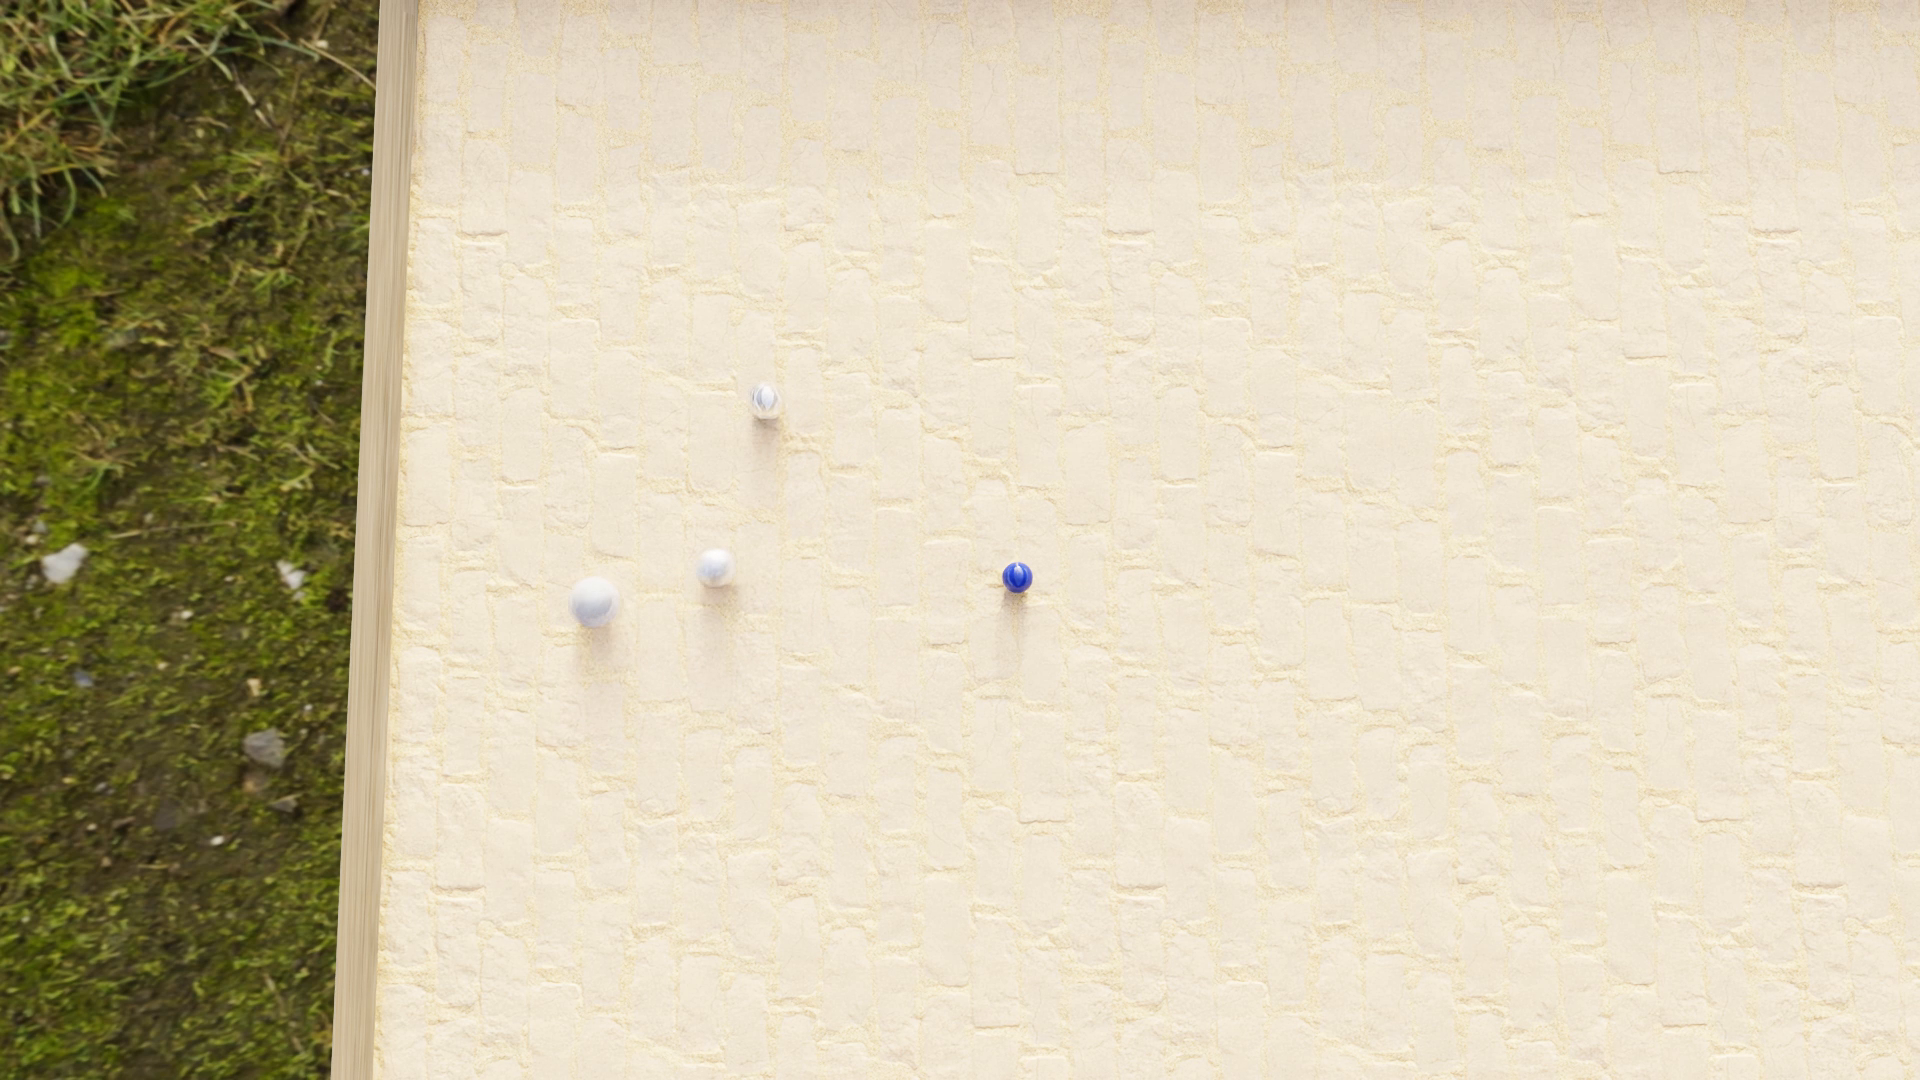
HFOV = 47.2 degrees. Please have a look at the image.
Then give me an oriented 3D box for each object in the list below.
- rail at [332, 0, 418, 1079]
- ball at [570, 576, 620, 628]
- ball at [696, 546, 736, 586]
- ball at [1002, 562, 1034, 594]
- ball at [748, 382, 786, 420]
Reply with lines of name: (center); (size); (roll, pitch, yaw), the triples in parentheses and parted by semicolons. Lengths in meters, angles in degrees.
rail: (-0.862, -0.002, 3.268); (0.045, 0.097, 1.920); (0, 80, 0)
ball: (-0.541, 0.092, 3.264); (0.075, 0.075, 0.075); (0, 80, 0)
ball: (-0.364, 0.039, 3.280); (0.061, 0.061, 0.061); (0, 80, 0)
ball: (0.086, 0.056, 3.284); (0.048, 0.048, 0.048); (0, 80, 0)
ball: (-0.292, -0.211, 3.326); (0.057, 0.057, 0.057); (0, 80, 0)
